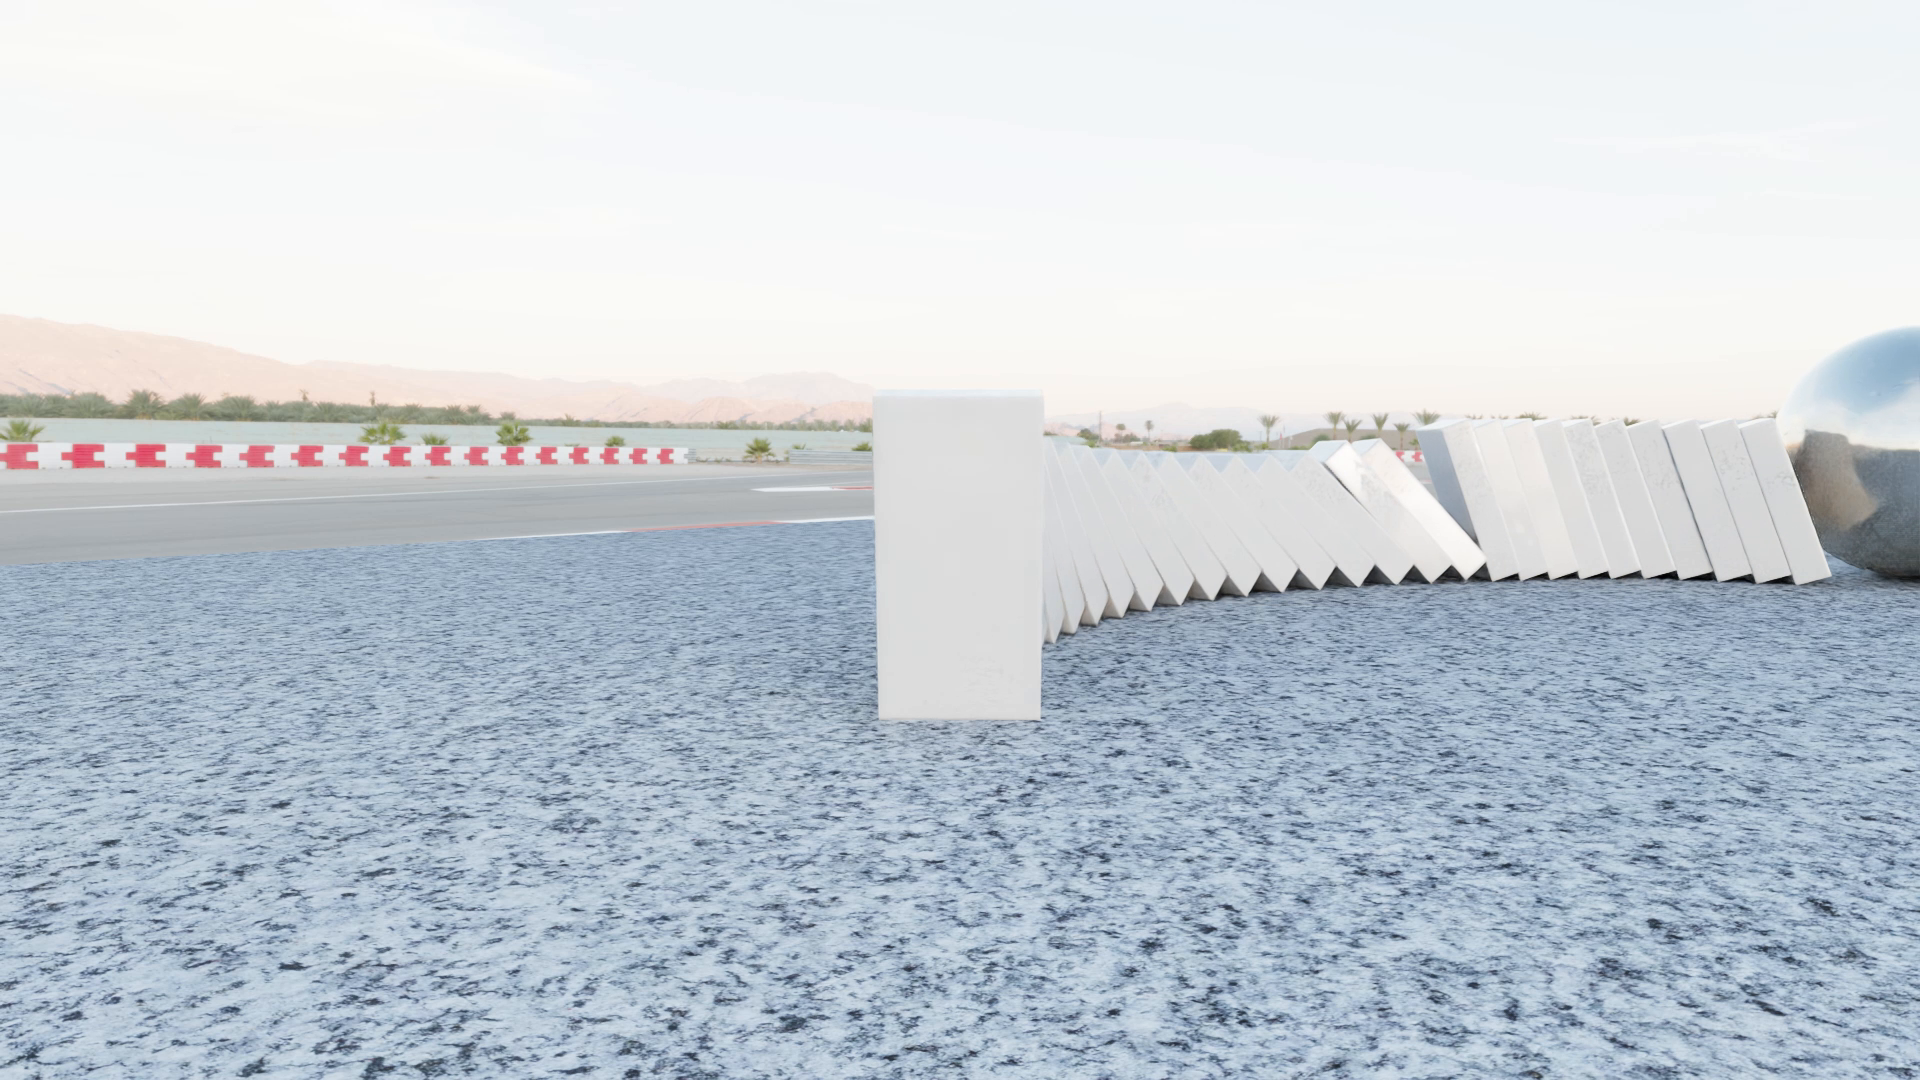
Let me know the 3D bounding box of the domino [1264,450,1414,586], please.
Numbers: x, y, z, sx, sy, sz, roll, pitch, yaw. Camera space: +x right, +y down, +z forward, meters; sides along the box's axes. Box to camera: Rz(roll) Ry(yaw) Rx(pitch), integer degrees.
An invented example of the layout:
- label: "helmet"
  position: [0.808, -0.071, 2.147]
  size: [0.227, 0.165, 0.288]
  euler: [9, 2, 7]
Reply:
- label: "domino"
  position: [0.113, -0.007, 0.391]
  size: [0.050, 0.009, 0.025]
  euler: [43, -7, -14]

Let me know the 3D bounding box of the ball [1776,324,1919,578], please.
- label: "ball"
  position: [0.302, -0.028, 0.405]
  size: [0.080, 0.080, 0.080]
  euler: [0, 4, 0]

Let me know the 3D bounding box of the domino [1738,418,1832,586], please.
- label: "domino"
  position: [0.252, -0.012, 0.397]
  size: [0.009, 0.050, 0.025]
  euler: [-19, -3, 21]

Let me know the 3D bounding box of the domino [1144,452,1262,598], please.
- label: "domino"
  position: [0.060, -0.004, 0.356]
  size: [0.050, 0.010, 0.025]
  euler: [47, -23, -30]

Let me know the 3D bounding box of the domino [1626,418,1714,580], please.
- label: "domino"
  position: [0.226, -0.013, 0.411]
  size: [0.009, 0.050, 0.025]
  euler: [-19, -3, 21]

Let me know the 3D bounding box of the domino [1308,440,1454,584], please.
- label: "domino"
  position: [0.129, -0.009, 0.399]
  size: [0.009, 0.050, 0.025]
  euler: [-43, 5, 0]

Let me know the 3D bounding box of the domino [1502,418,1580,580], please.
- label: "domino"
  position: [0.181, -0.013, 0.412]
  size: [0.010, 0.050, 0.025]
  euler: [-19, 3, 3]

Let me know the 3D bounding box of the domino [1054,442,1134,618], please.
- label: "domino"
  position: [0.021, -0.002, 0.307]
  size: [0.025, 0.050, 0.009]
  euler: [3, 48, 34]

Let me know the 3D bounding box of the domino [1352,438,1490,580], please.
- label: "domino"
  position: [0.141, -0.010, 0.404]
  size: [0.009, 0.050, 0.025]
  euler: [-43, 2, 1]

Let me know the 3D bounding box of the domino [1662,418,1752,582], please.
- label: "domino"
  position: [0.234, -0.013, 0.406]
  size: [0.010, 0.050, 0.025]
  euler: [-19, -3, 21]

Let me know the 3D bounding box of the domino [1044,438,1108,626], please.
- label: "domino"
  position: [0.015, -0.001, 0.293]
  size: [0.025, 0.050, 0.009]
  euler: [2, 46, 29]

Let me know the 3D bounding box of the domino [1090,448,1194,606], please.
- label: "domino"
  position: [0.039, -0.003, 0.332]
  size: [0.025, 0.009, 0.050]
  euler: [4, -38, 43]

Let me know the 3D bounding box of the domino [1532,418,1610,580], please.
- label: "domino"
  position: [0.193, -0.014, 0.414]
  size: [0.009, 0.050, 0.025]
  euler: [-19, 1, 10]

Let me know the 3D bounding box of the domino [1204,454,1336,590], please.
- label: "domino"
  position: [0.085, -0.005, 0.375]
  size: [0.050, 0.010, 0.025]
  euler: [43, -15, -23]

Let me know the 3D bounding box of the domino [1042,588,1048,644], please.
- label: "domino"
  position: [0.001, 0.000, 0.251]
  size: [0.025, 0.050, 0.010]
  euler: [1, 36, 16]

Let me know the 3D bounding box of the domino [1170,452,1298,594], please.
- label: "domino"
  position: [0.072, -0.005, 0.366]
  size: [0.050, 0.010, 0.025]
  euler: [45, -19, -27]

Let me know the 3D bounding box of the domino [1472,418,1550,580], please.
- label: "domino"
  position: [0.171, -0.013, 0.410]
  size: [0.009, 0.050, 0.025]
  euler: [-19, 3, 3]

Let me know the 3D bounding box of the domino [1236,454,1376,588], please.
- label: "domino"
  position: [0.098, -0.006, 0.384]
  size: [0.050, 0.010, 0.025]
  euler: [41, -11, -19]

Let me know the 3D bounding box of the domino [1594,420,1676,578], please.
- label: "domino"
  position: [0.216, -0.014, 0.415]
  size: [0.010, 0.050, 0.025]
  euler: [-19, -3, 21]

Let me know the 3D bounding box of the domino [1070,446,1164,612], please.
- label: "domino"
  position: [0.029, -0.003, 0.320]
  size: [0.025, 0.050, 0.009]
  euler: [4, 50, 39]

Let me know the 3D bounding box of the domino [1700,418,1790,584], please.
- label: "domino"
  position: [0.243, -0.013, 0.401]
  size: [0.009, 0.050, 0.025]
  euler: [-19, -3, 21]

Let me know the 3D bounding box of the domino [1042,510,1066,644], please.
- label: "domino"
  position: [0.005, 0.000, 0.265]
  size: [0.025, 0.050, 0.009]
  euler: [2, 40, 21]

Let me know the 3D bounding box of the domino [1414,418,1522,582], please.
- label: "domino"
  position: [0.161, -0.013, 0.406]
  size: [0.009, 0.050, 0.025]
  euler: [-20, 3, 3]

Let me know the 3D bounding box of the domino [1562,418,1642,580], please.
- label: "domino"
  position: [0.203, -0.014, 0.415]
  size: [0.009, 0.050, 0.025]
  euler: [-19, 1, 11]

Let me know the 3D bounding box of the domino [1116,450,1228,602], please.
- label: "domino"
  position: [0.049, -0.004, 0.344]
  size: [0.025, 0.009, 0.050]
  euler: [5, -36, 48]

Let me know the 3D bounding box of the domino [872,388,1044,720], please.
- label: "domino"
  position: [0.000, 0.002, 0.197]
  size: [0.025, 0.050, 0.009]
  euler: [0, 14, 1]

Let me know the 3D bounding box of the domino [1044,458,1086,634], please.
- label: "domino"
  position: [0.009, -0.001, 0.279]
  size: [0.025, 0.050, 0.009]
  euler: [2, 43, 24]
